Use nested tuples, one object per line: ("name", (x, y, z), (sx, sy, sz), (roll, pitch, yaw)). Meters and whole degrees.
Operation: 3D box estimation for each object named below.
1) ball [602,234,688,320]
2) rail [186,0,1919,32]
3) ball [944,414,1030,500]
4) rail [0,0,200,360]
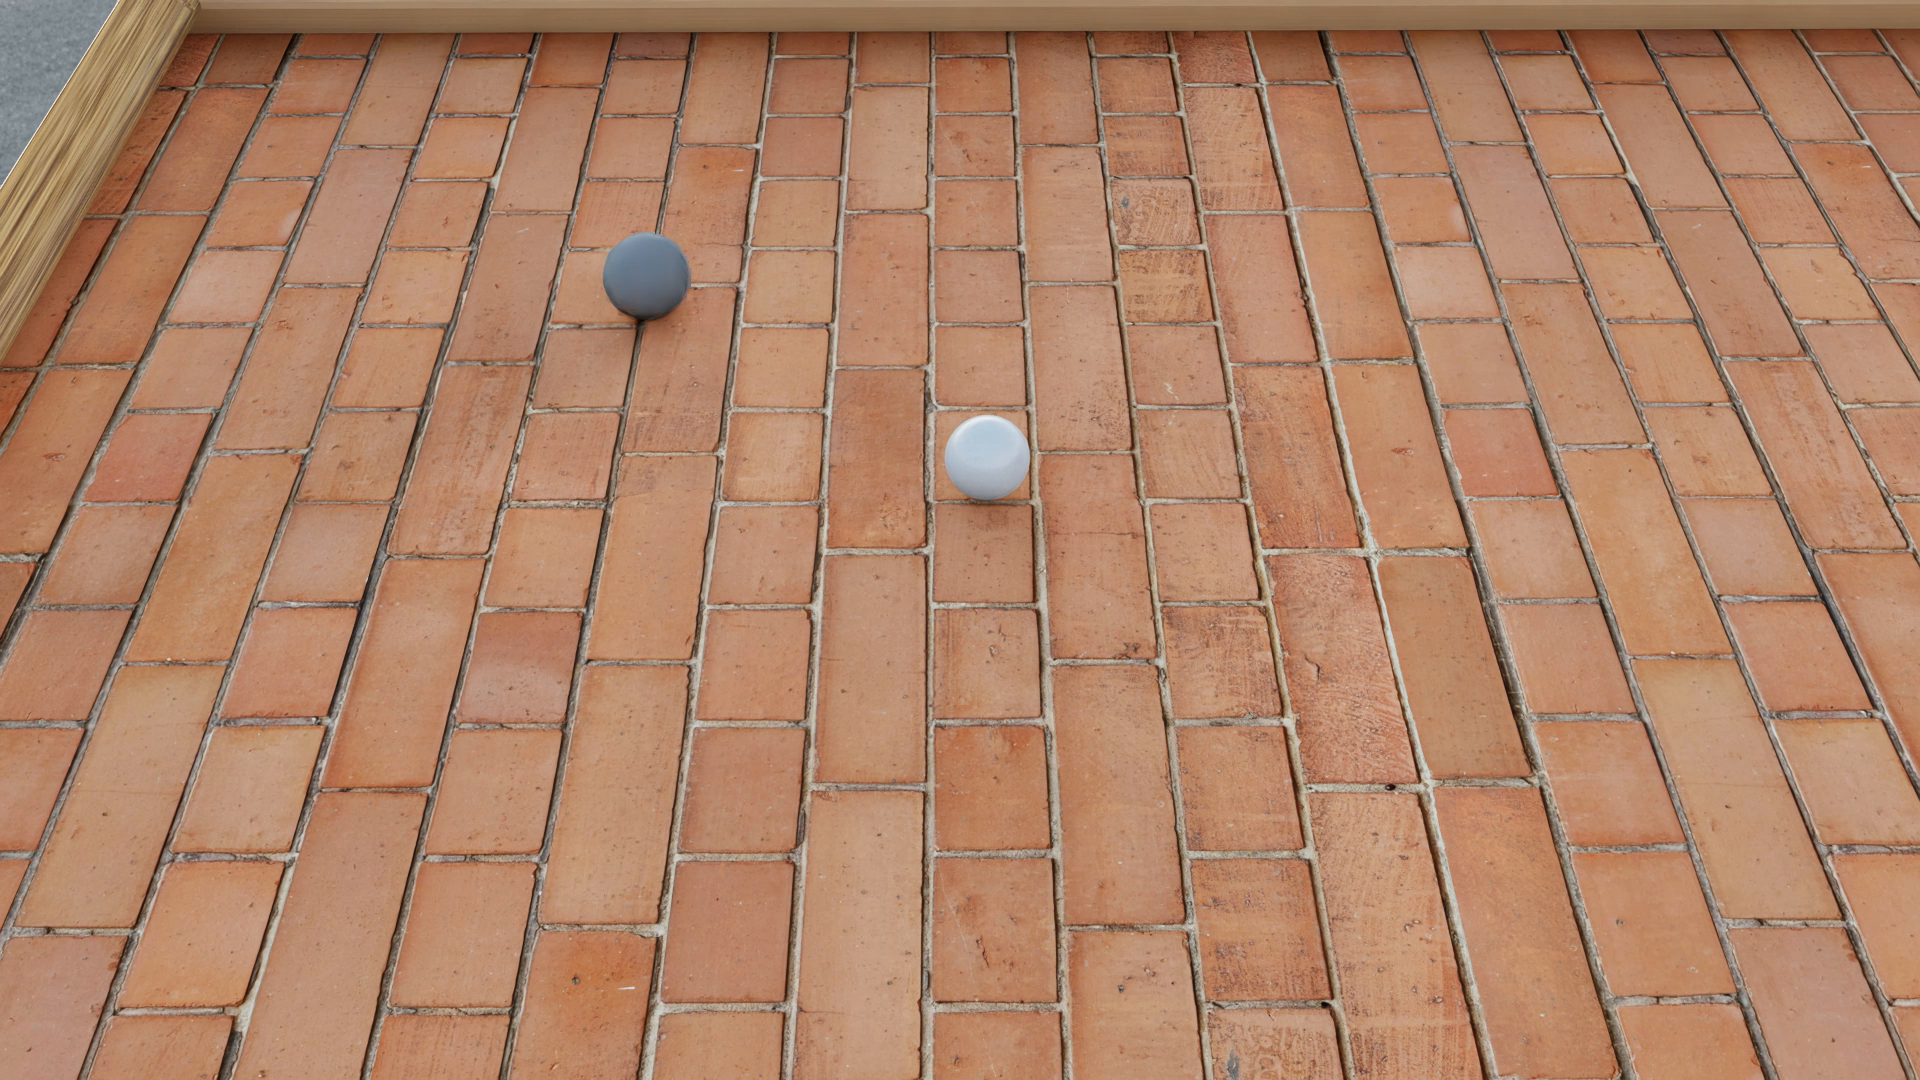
("ball", (-0.251, -0.210, 2.049), (0.068, 0.068, 0.068), (0, 36, 0))
("rail", (0.756, -0.527, 2.468), (3.050, 0.095, 0.045), (0, 36, 0))
("ball", (0.020, -0.059, 1.843), (0.062, 0.062, 0.062), (0, 36, 0))
("rail", (-0.739, -0.009, 1.743), (0.045, 0.095, 1.809), (0, 36, 0))
